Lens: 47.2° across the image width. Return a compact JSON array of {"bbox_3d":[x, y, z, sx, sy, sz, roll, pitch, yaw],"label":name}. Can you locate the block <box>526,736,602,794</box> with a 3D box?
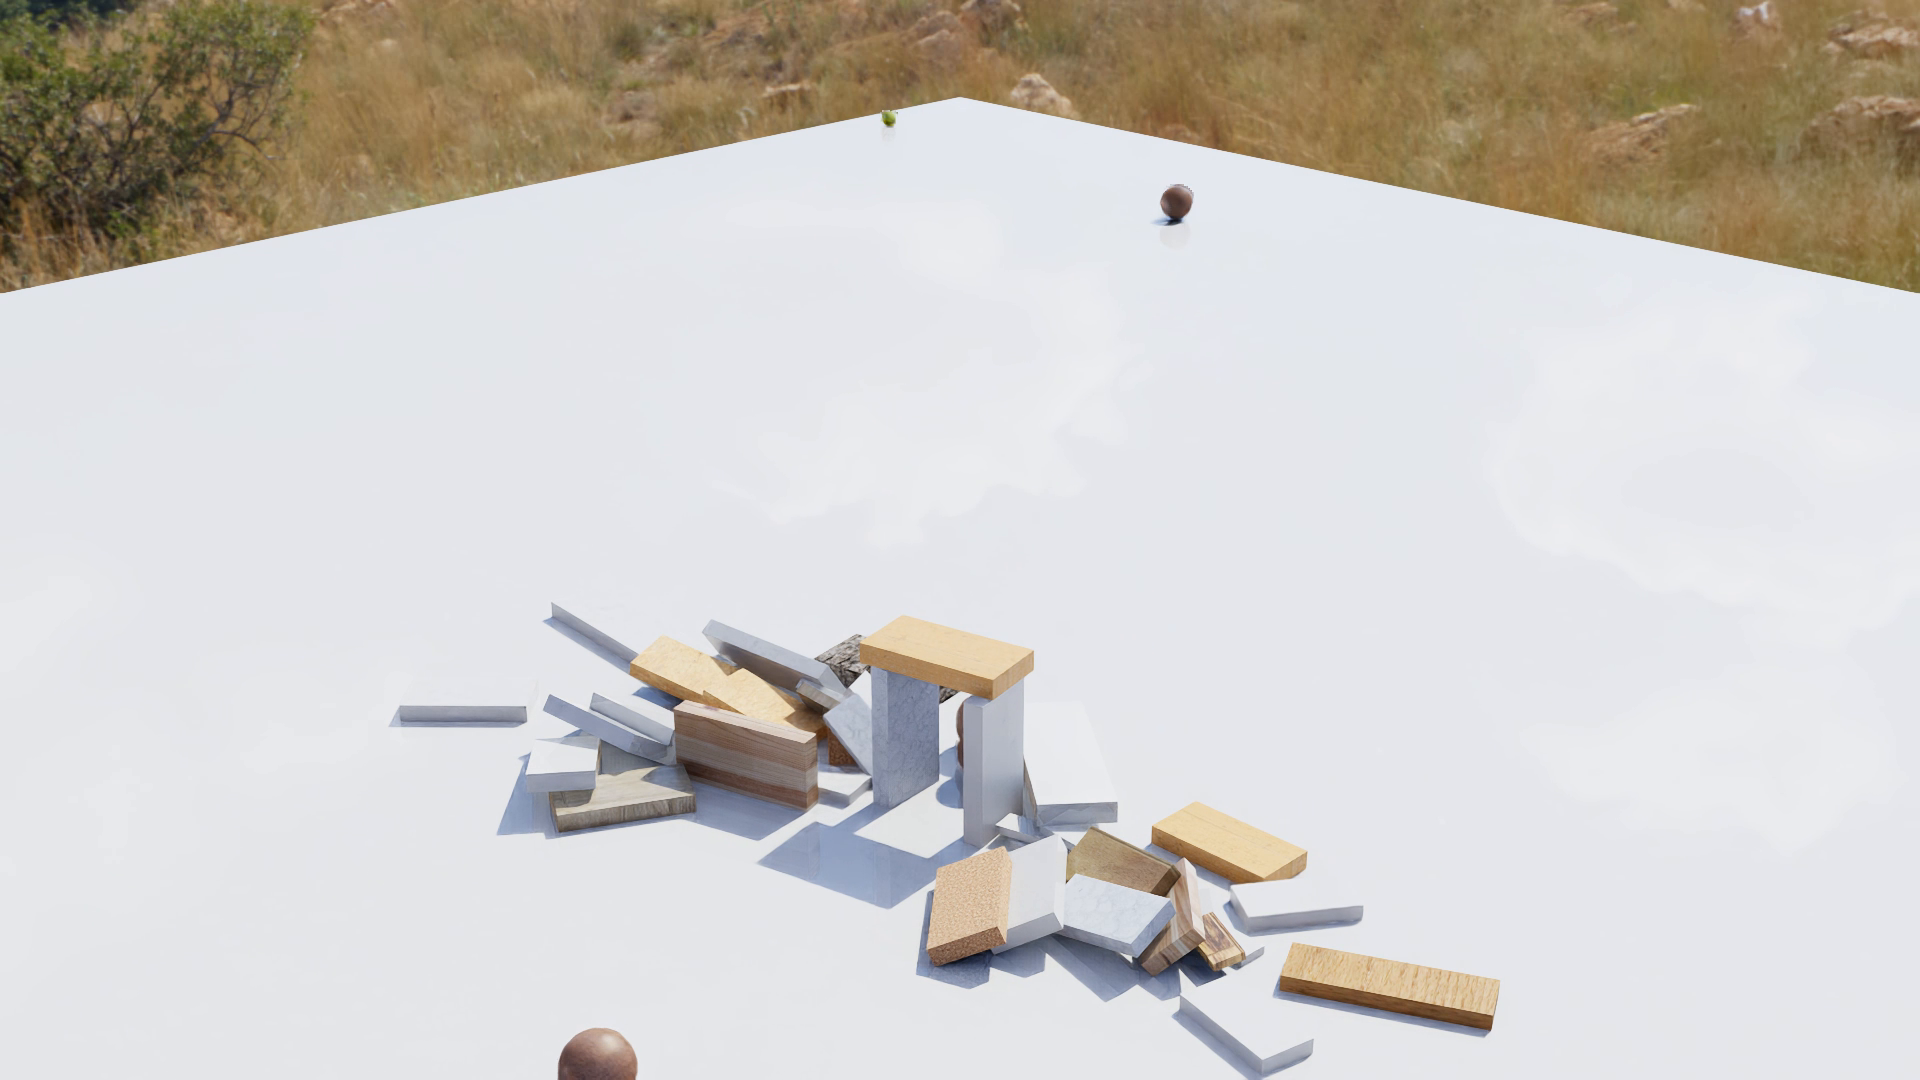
[{"bbox_3d":[-0.817,0.461,4.545,0.137,0.039,0.275,-3,10,-7],"label":"block"}]

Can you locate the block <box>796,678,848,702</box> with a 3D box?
[{"bbox_3d":[-0.269,0.362,4.796,0.179,0.090,0.025,19,64,37],"label":"block"}]

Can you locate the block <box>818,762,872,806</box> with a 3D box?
[{"bbox_3d":[-0.283,0.499,4.552,0.177,0.025,0.089,12,26,26],"label":"block"}]

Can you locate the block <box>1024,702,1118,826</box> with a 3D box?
[{"bbox_3d":[0.209,0.456,4.561,0.159,0.045,0.536,-2,17,-4],"label":"block"}]

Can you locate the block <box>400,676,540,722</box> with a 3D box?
[{"bbox_3d":[-1.087,0.353,4.878,0.279,0.040,0.140,0,23,1],"label":"block"}]

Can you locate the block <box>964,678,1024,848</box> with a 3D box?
[{"bbox_3d":[0.067,0.434,4.340,0.044,0.311,0.156,14,27,30],"label":"block"}]

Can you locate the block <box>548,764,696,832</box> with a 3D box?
[{"bbox_3d":[-0.688,0.523,4.476,0.279,0.040,0.140,-7,24,-16],"label":"block"}]

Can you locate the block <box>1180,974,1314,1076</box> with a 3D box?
[{"bbox_3d":[0.489,0.828,3.768,0.112,0.032,0.223,-14,27,-30],"label":"block"}]

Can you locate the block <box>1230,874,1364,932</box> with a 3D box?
[{"bbox_3d":[0.630,0.679,4.120,0.223,0.032,0.112,-4,23,-10],"label":"block"}]

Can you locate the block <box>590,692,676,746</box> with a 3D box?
[{"bbox_3d":[-0.663,0.388,4.734,0.260,0.037,0.130,19,5,38],"label":"block"}]

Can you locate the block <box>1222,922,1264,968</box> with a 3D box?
[{"bbox_3d":[0.486,0.733,4.011,0.063,0.018,0.127,-20,30,-38],"label":"block"}]

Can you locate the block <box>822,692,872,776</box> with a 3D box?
[{"bbox_3d":[-0.197,0.414,4.593,0.090,0.025,0.179,-33,72,-21],"label":"block"}]

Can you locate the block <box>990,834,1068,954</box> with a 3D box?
[{"bbox_3d":[0.125,0.656,4.093,0.138,0.039,0.276,-23,19,13],"label":"block"}]

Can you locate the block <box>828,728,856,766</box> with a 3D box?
[{"bbox_3d":[-0.190,0.423,4.646,0.177,0.089,0.025,-4,13,-9],"label":"block"}]

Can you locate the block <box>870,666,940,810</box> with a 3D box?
[{"bbox_3d":[-0.110,0.375,4.478,0.044,0.311,0.156,19,29,37],"label":"block"}]

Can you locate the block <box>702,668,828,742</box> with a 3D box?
[{"bbox_3d":[-0.419,0.373,4.768,0.260,0.037,0.130,28,34,27],"label":"block"}]

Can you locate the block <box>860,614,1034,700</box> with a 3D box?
[{"bbox_3d":[-0.027,0.231,4.363,0.311,0.044,0.156,14,27,29],"label":"block"}]

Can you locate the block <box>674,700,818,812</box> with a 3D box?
[{"bbox_3d":[-0.440,0.443,4.513,0.319,0.159,0.045,12,26,26],"label":"block"}]

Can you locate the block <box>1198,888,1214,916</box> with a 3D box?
[{"bbox_3d":[0.436,0.692,4.046,0.063,0.018,0.127,-8,30,3],"label":"block"}]

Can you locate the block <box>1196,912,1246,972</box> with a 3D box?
[{"bbox_3d":[0.456,0.722,3.954,0.063,0.018,0.127,-19,31,-14],"label":"block"}]

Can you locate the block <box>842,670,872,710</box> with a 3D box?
[{"bbox_3d":[-0.165,0.368,4.722,0.177,0.025,0.089,45,31,0],"label":"block"}]

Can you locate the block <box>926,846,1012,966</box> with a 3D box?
[{"bbox_3d":[0.020,0.673,4.058,0.138,0.039,0.276,-21,20,12],"label":"block"}]

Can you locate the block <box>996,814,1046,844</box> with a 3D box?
[{"bbox_3d":[0.137,0.574,4.340,0.121,0.017,0.060,13,23,27],"label":"block"}]

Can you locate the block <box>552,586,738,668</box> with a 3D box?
[{"bbox_3d":[-0.746,0.234,5.159,0.140,0.040,0.576,-19,29,-37],"label":"block"}]

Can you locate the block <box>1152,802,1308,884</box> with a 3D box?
[{"bbox_3d":[0.524,0.600,4.297,0.276,0.039,0.138,21,31,40],"label":"block"}]

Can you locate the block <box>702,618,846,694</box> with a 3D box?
[{"bbox_3d":[-0.411,0.280,4.927,0.367,0.137,0.039,18,64,37],"label":"block"}]

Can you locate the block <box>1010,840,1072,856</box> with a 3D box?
[{"bbox_3d":[0.164,0.608,4.305,0.121,0.017,0.060,21,30,40],"label":"block"}]

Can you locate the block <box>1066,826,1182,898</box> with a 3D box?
[{"bbox_3d":[0.294,0.626,4.125,0.119,0.034,0.238,-48,34,-17],"label":"block"}]

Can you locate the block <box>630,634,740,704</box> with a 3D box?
[{"bbox_3d":[-0.590,0.306,4.901,0.260,0.037,0.130,23,35,16],"label":"block"}]

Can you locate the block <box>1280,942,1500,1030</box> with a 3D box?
[{"bbox_3d":[0.756,0.784,3.872,0.368,0.032,0.112,8,24,17],"label":"block"}]

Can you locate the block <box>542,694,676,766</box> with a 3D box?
[{"bbox_3d":[-0.744,0.402,4.667,0.275,0.039,0.137,19,-6,37],"label":"block"}]

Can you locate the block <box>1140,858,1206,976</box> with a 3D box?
[{"bbox_3d":[0.381,0.686,4.012,0.119,0.034,0.238,-39,17,16],"label":"block"}]

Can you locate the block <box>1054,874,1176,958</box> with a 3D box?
[{"bbox_3d":[0.265,0.681,3.998,0.238,0.034,0.119,7,41,48],"label":"block"}]

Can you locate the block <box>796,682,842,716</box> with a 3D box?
[{"bbox_3d":[-0.264,0.374,4.733,0.179,0.090,0.025,26,68,29],"label":"block"}]

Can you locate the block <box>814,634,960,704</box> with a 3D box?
[{"bbox_3d":[-0.157,0.300,4.995,0.319,0.045,0.159,15,27,32],"label":"block"}]

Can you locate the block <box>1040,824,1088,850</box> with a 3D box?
[{"bbox_3d":[0.218,0.578,4.289,0.060,0.017,0.121,-15,27,-38],"label":"block"}]
